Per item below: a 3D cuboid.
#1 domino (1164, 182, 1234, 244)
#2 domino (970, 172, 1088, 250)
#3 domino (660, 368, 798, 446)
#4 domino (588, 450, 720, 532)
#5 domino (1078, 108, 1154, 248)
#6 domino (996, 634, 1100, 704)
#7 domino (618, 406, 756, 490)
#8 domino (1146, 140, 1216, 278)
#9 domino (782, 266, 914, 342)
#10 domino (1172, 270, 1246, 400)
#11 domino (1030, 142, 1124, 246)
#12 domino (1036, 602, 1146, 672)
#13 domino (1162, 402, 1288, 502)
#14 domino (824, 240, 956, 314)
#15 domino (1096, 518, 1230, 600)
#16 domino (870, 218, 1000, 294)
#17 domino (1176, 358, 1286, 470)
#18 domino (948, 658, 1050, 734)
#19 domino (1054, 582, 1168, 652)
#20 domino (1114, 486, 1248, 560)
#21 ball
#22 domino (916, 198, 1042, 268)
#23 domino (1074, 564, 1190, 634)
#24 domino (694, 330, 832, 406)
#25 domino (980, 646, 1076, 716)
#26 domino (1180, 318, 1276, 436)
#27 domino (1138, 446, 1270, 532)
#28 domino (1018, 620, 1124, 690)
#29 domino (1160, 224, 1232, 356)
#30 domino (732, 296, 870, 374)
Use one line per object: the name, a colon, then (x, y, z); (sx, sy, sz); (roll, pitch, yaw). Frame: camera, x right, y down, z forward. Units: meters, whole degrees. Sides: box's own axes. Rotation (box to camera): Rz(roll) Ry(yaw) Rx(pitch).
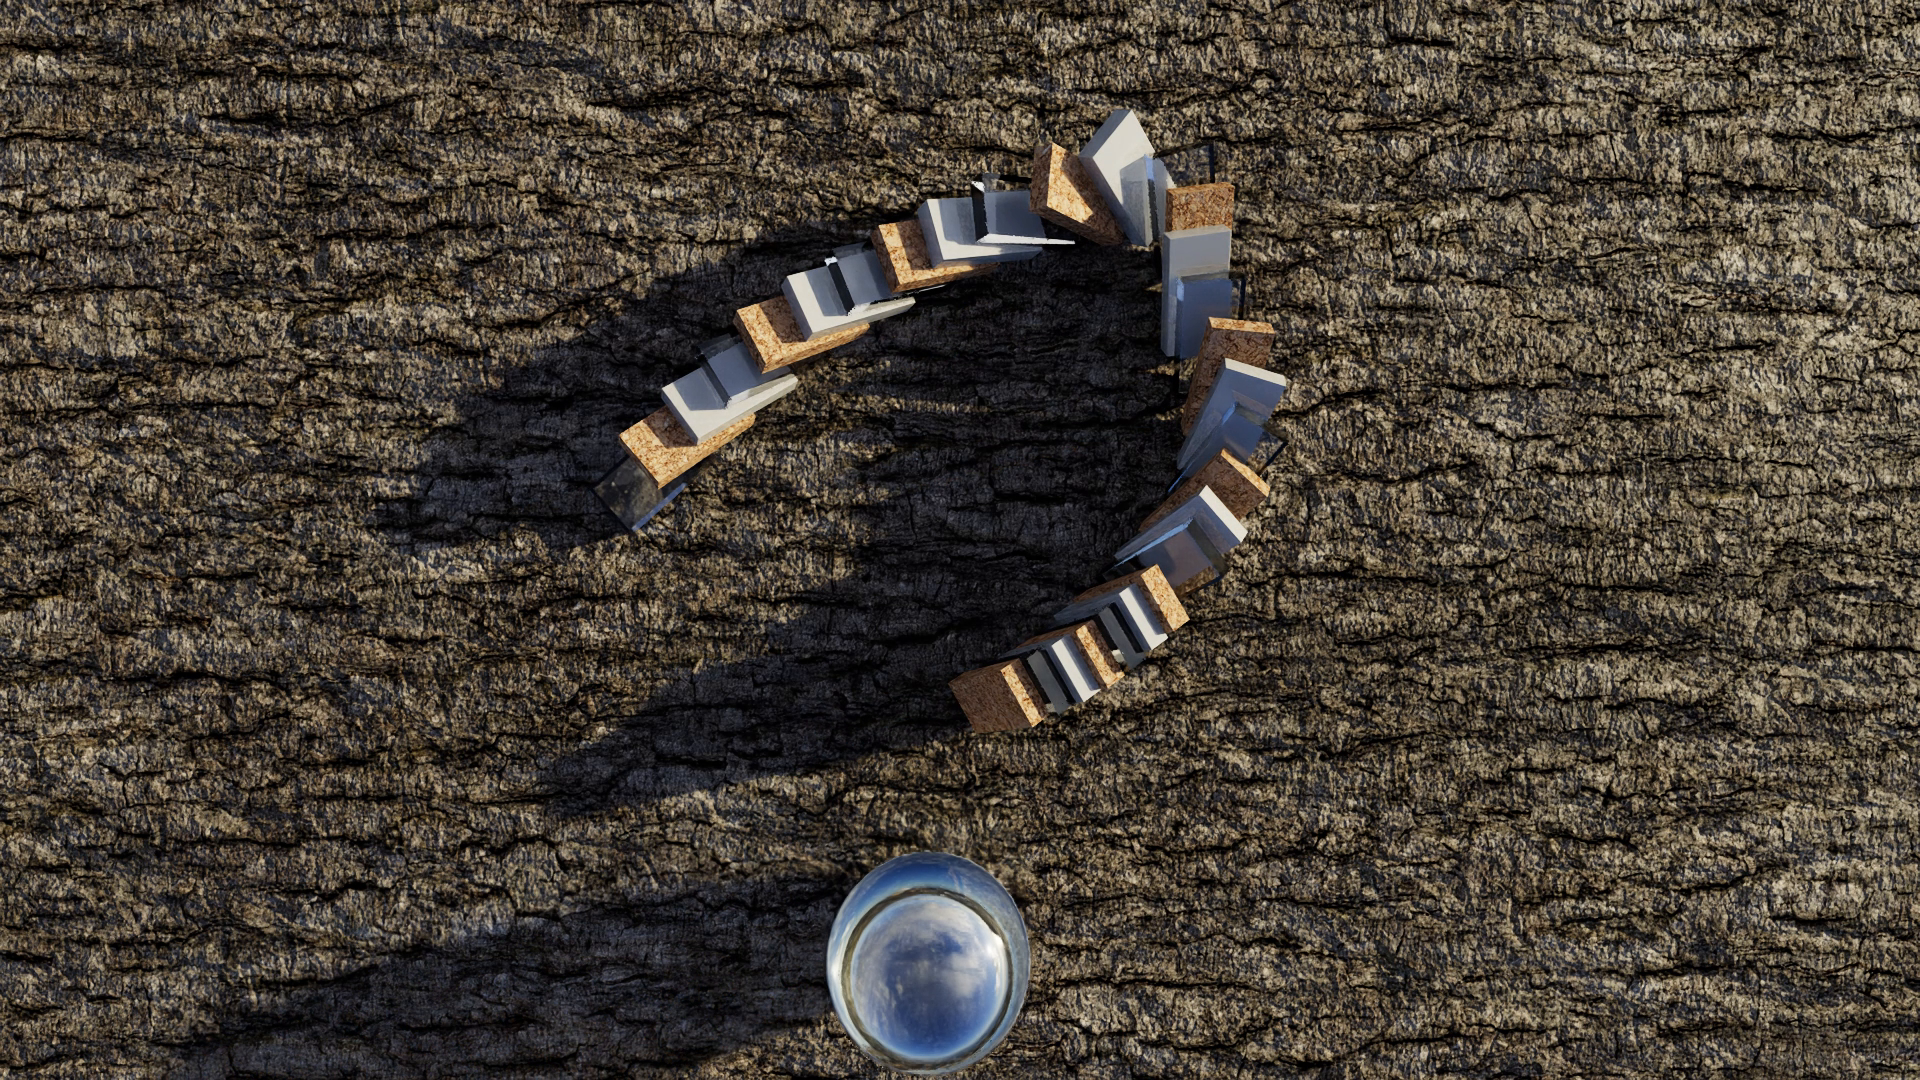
domino: (0.099, -0.121, 0.382); (0.025, 0.009, 0.050); (-8, 124, -2)
domino: (0.029, -0.137, 0.384); (0.050, 0.009, 0.025); (-6, 90, -29)
domino: (-0.097, -0.064, 0.385); (0.050, 0.010, 0.025); (-36, 90, -24)
domino: (-0.132, -0.029, 0.395); (0.050, 0.010, 0.025); (-41, 90, 0)
domino: (0.071, -0.149, 0.379); (0.025, 0.010, 0.050); (-51, 131, -3)
domino: (0.035, 0.055, 0.376); (0.009, 0.050, 0.025); (-30, 90, -29)
domino: (-0.114, -0.046, 0.385); (0.050, 0.010, 0.025); (-40, 90, -25)
domino: (0.093, -0.137, 0.382); (0.025, 0.009, 0.050); (-14, 124, 0)
domino: (-0.046, -0.103, 0.384); (0.050, 0.010, 0.025); (-25, 90, -28)
domino: (0.103, -0.085, 0.382); (0.025, 0.009, 0.050); (-6, 124, 0)
domino: (0.050, -0.142, 0.379); (0.050, 0.010, 0.025); (5, 90, -44)
domino: (0.053, 0.043, 0.376); (0.010, 0.050, 0.025); (-30, 90, -29)
domino: (0.110, -0.030, 0.381); (0.025, 0.010, 0.050); (31, 127, -2)
domino: (-0.028, -0.113, 0.384); (0.050, 0.010, 0.025); (-22, 90, -29)
domino: (0.083, 0.014, 0.379); (0.050, 0.009, 0.025); (-34, 95, 42)
domino: (-0.010, -0.121, 0.384); (0.050, 0.009, 0.025); (-20, 90, -29)
domino: (0.112, -0.048, 0.381); (0.025, 0.009, 0.050); (17, 128, -1)
domino: (0.015, 0.065, 0.376); (0.009, 0.050, 0.025); (-29, 90, -29)
domino: (0.061, 0.035, 0.376); (0.010, 0.050, 0.025); (-30, 90, -29)
domino: (0.091, 0.002, 0.380); (0.025, 0.010, 0.050); (49, 132, 0)
ball: (-0.012, 0.164, 0.360); (0.080, 0.080, 0.080); (0, 90, 0)
domino: (0.009, -0.130, 0.384); (0.050, 0.009, 0.025); (-15, 90, -29)
domino: (0.069, 0.028, 0.376); (0.010, 0.050, 0.025); (-31, 90, -29)
domino: (-0.082, -0.078, 0.384); (0.050, 0.009, 0.025); (-31, 88, -28)
domino: (0.025, 0.060, 0.376); (0.009, 0.050, 0.025); (-30, 90, -29)
domino: (0.110, -0.066, 0.381); (0.025, 0.009, 0.050); (6, 129, 0)
domino: (0.101, -0.013, 0.381); (0.025, 0.010, 0.050); (42, 126, 0)
domino: (0.044, 0.050, 0.376); (0.010, 0.050, 0.025); (-30, 90, -29)
domino: (0.098, -0.103, 0.382); (0.025, 0.010, 0.050); (-8, 124, -2)
domino: (-0.066, -0.090, 0.383); (0.050, 0.009, 0.025); (-28, 87, -28)
